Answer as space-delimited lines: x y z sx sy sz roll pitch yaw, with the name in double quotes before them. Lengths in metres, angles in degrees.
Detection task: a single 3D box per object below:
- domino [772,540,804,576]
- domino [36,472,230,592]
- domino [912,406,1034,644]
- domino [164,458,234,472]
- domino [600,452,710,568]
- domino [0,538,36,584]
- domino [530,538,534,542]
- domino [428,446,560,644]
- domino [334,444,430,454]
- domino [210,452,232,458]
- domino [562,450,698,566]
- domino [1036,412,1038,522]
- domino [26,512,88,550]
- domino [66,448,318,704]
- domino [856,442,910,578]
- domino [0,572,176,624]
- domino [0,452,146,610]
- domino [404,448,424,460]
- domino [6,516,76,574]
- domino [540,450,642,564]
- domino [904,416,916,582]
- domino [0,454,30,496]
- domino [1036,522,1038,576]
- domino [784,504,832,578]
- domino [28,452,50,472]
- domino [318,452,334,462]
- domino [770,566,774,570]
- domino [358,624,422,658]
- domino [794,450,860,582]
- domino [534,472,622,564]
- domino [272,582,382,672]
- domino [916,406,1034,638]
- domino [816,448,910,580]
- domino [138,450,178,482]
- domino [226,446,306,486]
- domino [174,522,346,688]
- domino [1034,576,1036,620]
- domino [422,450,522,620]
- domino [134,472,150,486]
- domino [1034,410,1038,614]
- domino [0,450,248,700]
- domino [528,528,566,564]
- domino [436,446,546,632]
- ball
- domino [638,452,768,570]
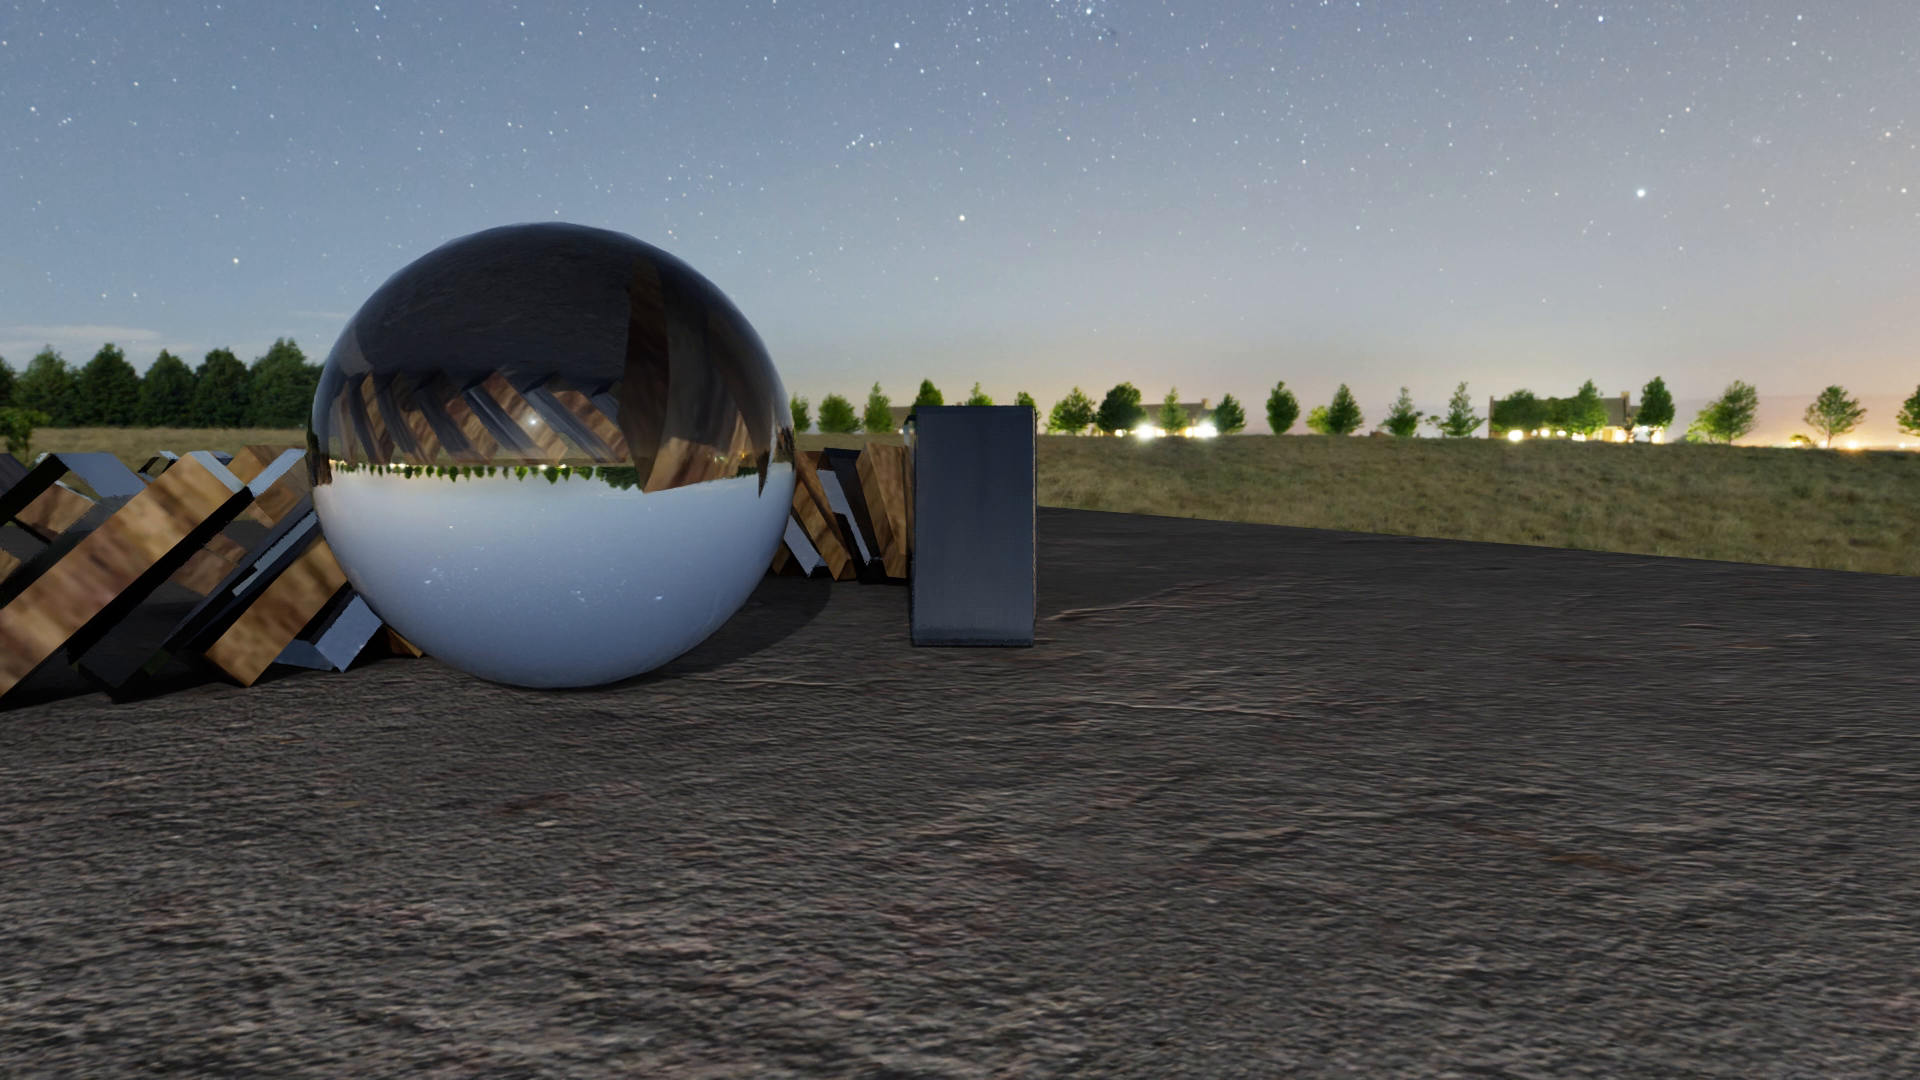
"domino" -0.062 -0.010 0.434 0.025 0.009 0.050 -5 46 -48
"domino" -0.205 0.001 0.325 0.050 0.009 0.025 36 -16 -30
"domino" 0.003 -0.003 0.273 0.025 0.050 0.009 0 -12 2
"domino" -0.185 -0.002 0.343 0.050 0.009 0.025 39 7 1
"domino" -0.103 -0.012 0.458 0.050 0.009 0.025 46 23 19
"domino" -0.307 -0.006 0.383 0.025 0.009 0.050 3 -36 35
"domino" -0.181 -0.012 0.467 0.050 0.009 0.025 40 3 -3
"domino" -0.111 0.000 0.287 0.025 0.009 0.050 1 49 12
"domino" -0.147 -0.004 0.343 0.025 0.050 0.009 -5 -38 -49
"domino" -0.242 -0.011 0.451 0.050 0.009 0.025 41 -10 -17
"domino" -0.118 -0.012 0.463 0.050 0.009 0.025 44 19 15
"domino" 0.007 -0.008 0.332 0.025 0.050 0.010 0 -12 2
"domino" -0.290 -0.008 0.409 0.025 0.009 0.050 4 -35 45
"domino" -0.133 0.005 0.227 0.050 0.010 0.025 -51 30 -21
"domino" -0.014 -0.009 0.396 0.025 0.009 0.050 7 41 -26
"domino" -0.219 0.015 0.308 0.050 0.009 0.025 -3 5 -34
"domino" -0.159 0.006 0.208 0.050 0.010 0.025 -45 14 -9
"domino" -0.132 -0.003 0.333 0.025 0.009 0.050 -2 48 -27
"domino" -0.299 -0.007 0.396 0.025 0.010 0.050 4 -35 40
"domino" -0.133 -0.012 0.467 0.050 0.009 0.025 43 15 10
"domino" -0.002 -0.011 0.373 0.025 0.050 0.009 -1 -12 -12
"domino" -0.173 0.007 0.203 0.050 0.010 0.025 -44 10 -4
"domino" 0.007 -0.007 0.322 0.025 0.050 0.009 0 -12 2
"domino" -0.050 -0.009 0.424 0.025 0.009 0.050 -4 46 -43
"domino" -0.280 -0.009 0.421 0.025 0.009 0.050 5 -34 51
"domino" -0.212 -0.012 0.461 0.050 0.009 0.025 40 -3 -9
"domino" -0.075 -0.010 0.443 0.025 0.009 0.050 -5 47 -52
"domino" -0.114 0.001 0.272 0.025 0.009 0.050 2 49 22
"domino" -0.038 -0.009 0.414 0.025 0.009 0.050 -3 46 -37
"domino" -0.150 -0.012 0.468 0.050 0.009 0.025 41 9 4
"domino" -0.118 0.002 0.256 0.025 0.009 0.050 3 49 31
"domino" 0.003 -0.004 0.283 0.025 0.050 0.009 0 -12 2
"domino" -0.026 -0.008 0.404 0.025 0.009 0.050 2 43 -30
"domino" -0.256 -0.011 0.444 0.050 0.009 0.025 42 -13 -20
"domino" -0.168 -0.004 0.342 0.009 0.050 0.025 -45 -5 11
"domino" -0.124 0.003 0.242 0.025 0.009 0.050 4 50 40
"domino" 0.005 -0.005 0.302 0.025 0.050 0.009 0 -12 2
"domino" -0.122 -0.002 0.319 0.025 0.009 0.050 -1 47 -14
"domino" -0.268 -0.010 0.432 0.050 0.009 0.025 45 -21 -28
"domino" 0.006 -0.006 0.312 0.025 0.050 0.010 0 -12 2
"domino" -0.145 0.006 0.216 0.050 0.009 0.025 -47 20 -14
"domino" -0.165 -0.012 0.468 0.050 0.009 0.025 40 6 1
"domino" -0.116 -0.001 0.304 0.025 0.009 0.050 0 49 -3
"ball" -0.068 -0.014 0.222 0.080 0.080 0.080 0 4 0
"domino" -0.089 -0.011 0.451 0.050 0.009 0.025 47 27 23
